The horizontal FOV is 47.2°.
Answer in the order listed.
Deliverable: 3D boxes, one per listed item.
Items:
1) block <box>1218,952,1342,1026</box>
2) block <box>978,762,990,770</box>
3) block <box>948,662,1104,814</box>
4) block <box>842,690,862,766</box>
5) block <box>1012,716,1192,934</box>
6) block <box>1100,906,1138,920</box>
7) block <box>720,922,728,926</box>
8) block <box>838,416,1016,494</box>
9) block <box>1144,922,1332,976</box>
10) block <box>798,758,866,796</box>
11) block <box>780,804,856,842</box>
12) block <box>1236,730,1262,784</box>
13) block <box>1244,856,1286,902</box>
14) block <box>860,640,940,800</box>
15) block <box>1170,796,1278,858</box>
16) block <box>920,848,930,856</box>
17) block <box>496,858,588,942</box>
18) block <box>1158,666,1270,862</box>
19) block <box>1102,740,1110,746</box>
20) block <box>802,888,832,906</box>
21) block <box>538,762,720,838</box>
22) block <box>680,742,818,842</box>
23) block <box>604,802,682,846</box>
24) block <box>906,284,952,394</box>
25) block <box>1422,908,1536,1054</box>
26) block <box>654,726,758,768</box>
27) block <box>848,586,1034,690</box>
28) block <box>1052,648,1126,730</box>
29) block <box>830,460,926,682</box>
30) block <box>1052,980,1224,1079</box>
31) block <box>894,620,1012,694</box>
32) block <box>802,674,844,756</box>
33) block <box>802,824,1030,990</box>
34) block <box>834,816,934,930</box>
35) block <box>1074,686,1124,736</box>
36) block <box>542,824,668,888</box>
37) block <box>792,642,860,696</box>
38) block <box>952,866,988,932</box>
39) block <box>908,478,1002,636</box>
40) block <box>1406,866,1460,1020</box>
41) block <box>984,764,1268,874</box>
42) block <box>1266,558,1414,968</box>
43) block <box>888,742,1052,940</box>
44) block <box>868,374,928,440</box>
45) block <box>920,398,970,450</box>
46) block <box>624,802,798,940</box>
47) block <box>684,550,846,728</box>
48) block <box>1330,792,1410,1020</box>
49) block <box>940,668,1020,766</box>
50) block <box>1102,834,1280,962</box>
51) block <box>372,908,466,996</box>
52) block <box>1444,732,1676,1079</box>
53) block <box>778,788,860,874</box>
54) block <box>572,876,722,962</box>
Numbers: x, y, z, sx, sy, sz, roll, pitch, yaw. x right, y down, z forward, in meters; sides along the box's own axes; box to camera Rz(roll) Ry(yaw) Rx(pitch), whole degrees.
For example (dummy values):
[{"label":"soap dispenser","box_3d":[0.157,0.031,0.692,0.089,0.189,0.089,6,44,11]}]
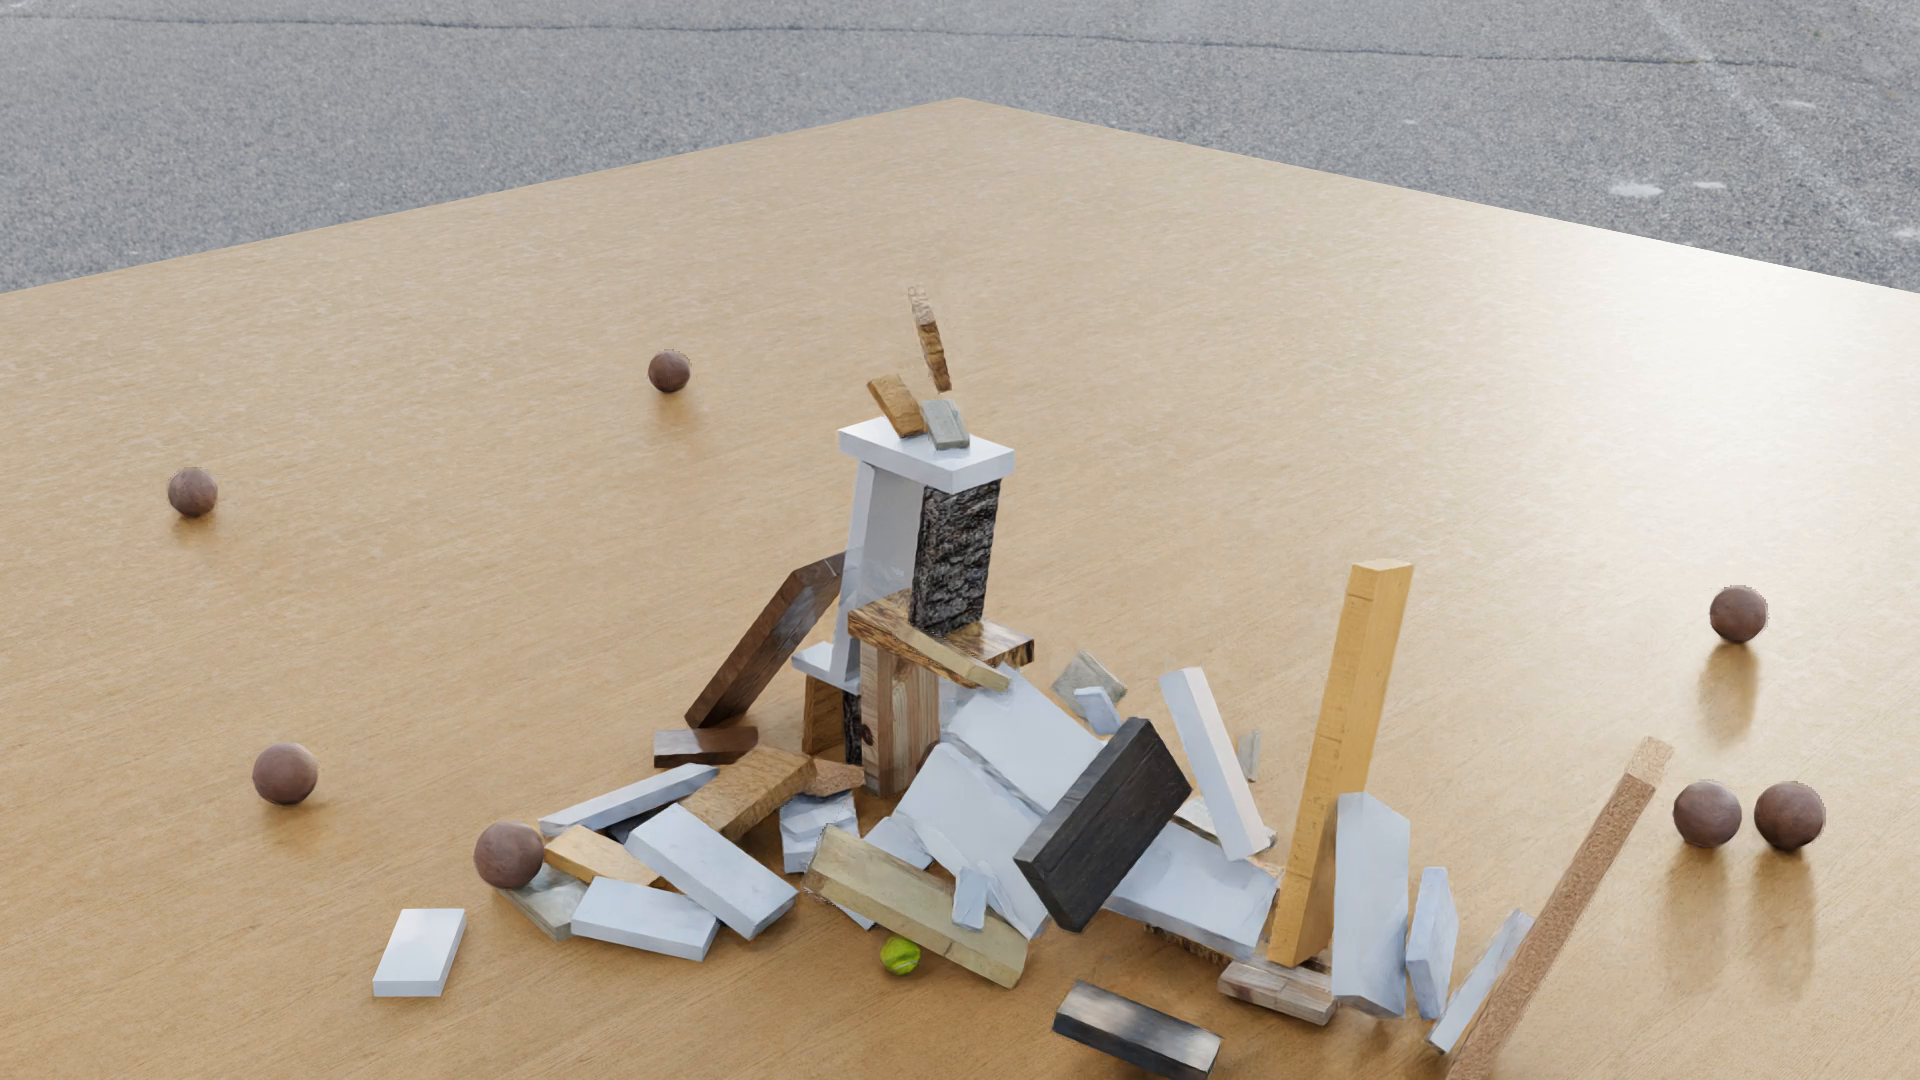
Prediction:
[{"label":"block","box_3d":[0.561,0.777,3.823,0.199,0.028,0.099,13,29,30]},{"label":"block","box_3d":[0.078,0.515,4.352,0.077,0.154,0.022,-20,10,-39]},{"label":"block","box_3d":[0.148,0.386,4.066,0.321,0.161,0.046,39,-3,27]},{"label":"block","box_3d":[-0.198,0.388,4.599,0.027,0.193,0.096,18,29,41]},{"label":"block","box_3d":[0.252,0.493,3.825,0.049,0.175,0.349,3,43,51]},{"label":"block","box_3d":[0.341,0.658,4.083,0.199,0.028,0.099,11,39,39]},{"label":"block","box_3d":[-0.419,0.694,4.102,0.113,0.016,0.056,-7,25,-15]},{"label":"block","box_3d":[-0.066,-0.172,4.244,0.163,0.046,0.327,-20,29,-39]},{"label":"block","box_3d":[0.510,0.741,3.972,0.374,0.028,0.099,20,33,38]},{"label":"block","box_3d":[-0.329,0.478,4.495,0.249,0.035,0.125,4,10,40]},{"label":"block","box_3d":[-0.278,0.552,4.298,0.134,0.019,0.067,-13,23,-32]},{"label":"block","box_3d":[0.596,0.451,4.555,0.016,0.110,0.055,23,-27,-25]},{"label":"block","box_3d":[0.540,0.637,4.193,0.206,0.028,0.100,12,17,32]},{"label":"block","box_3d":[-0.121,0.342,4.506,0.049,0.349,0.175,22,31,40]},{"label":"block","box_3d":[0.522,0.573,4.374,0.100,0.028,0.200,-19,29,-37]},{"label":"block","box_3d":[0.008,0.616,4.221,0.153,0.022,0.077,28,19,29]},{"label":"block","box_3d":[-0.766,0.673,4.133,0.116,0.033,0.231,-17,29,-35]},{"label":"block","box_3d":[0.465,0.407,4.020,0.050,0.353,0.176,-23,-9,15]},{"label":"block","box_3d":[0.354,0.445,4.692,0.113,0.016,0.056,-5,24,-12]},{"label":"block","box_3d":[-0.241,0.657,4.192,0.056,0.016,0.113,17,28,35]},{"label":"block","box_3d":[-0.663,0.525,4.436,0.360,0.033,0.116,-18,11,-37]},{"label":"block","box_3d":[-0.438,0.510,4.332,0.152,0.043,0.303,10,35,41]},{"label":"block","box_3d":[-0.581,0.574,4.368,0.220,0.031,0.110,-14,27,-29]},{"label":"block","box_3d":[-0.063,-0.422,4.625,0.031,0.229,0.110,-19,55,-3]},{"label":"block","box_3d":[0.866,0.738,3.672,0.037,0.261,0.130,34,-8,14]},{"label":"block","box_3d":[-0.540,0.440,4.683,0.220,0.031,0.110,-2,23,-6]},{"label":"block","box_3d":[-0.040,0.191,4.354,0.349,0.049,0.175,21,31,40]},{"label":"block","box_3d":[0.249,0.288,4.267,0.028,0.100,0.200,36,3,-23]},{"label":"block","box_3d":[-0.159,0.045,4.443,0.163,0.505,0.046,-21,43,-41]},{"label":"block","box_3d":[0.295,0.818,3.640,0.261,0.037,0.131,20,19,13]},{"label":"block","box_3d":[-0.014,0.219,4.116,0.110,0.031,0.220,25,2,-45]},{"label":"block","box_3d":[-0.286,0.358,4.668,0.096,0.193,0.027,-21,37,-41]},{"label":"block","box_3d":[-0.073,0.655,3.934,0.415,0.042,0.148,27,26,-3]},{"label":"block","box_3d":[-0.156,0.628,4.162,0.125,0.035,0.249,38,33,9]},{"label":"block","box_3d":[0.254,0.312,4.006,0.055,0.110,0.016,-7,40,31]},{"label":"block","box_3d":[-0.676,0.619,4.203,0.220,0.031,0.110,21,25,20]},{"label":"block","box_3d":[-0.251,0.267,4.599,0.193,0.027,0.096,20,30,38]},{"label":"block","box_3d":[0.018,0.642,3.929,0.055,0.016,0.110,20,51,-16]},{"label":"block","box_3d":[-0.012,0.028,4.252,0.163,0.327,0.046,-21,40,-41]},{"label":"block","box_3d":[0.834,0.708,3.878,0.037,0.131,0.261,-8,26,24]},{"label":"block","box_3d":[0.285,0.553,4.059,0.544,0.046,0.161,26,49,17]},{"label":"block","box_3d":[0.668,0.389,3.865,0.050,0.717,0.176,16,11,29]},{"label":"block","box_3d":[0.052,0.545,4.004,0.349,0.175,0.049,38,16,22]},{"label":"block","box_3d":[-0.118,-0.261,4.275,0.067,0.019,0.134,-18,65,-36]},{"label":"block","box_3d":[-0.029,-0.222,4.229,0.067,0.019,0.134,-6,40,-14]},{"label":"block","box_3d":[-0.461,0.613,4.083,0.297,0.042,0.148,33,27,15]},{"label":"block","box_3d":[-0.401,0.219,4.613,0.152,0.604,0.043,-21,70,-41]},{"label":"block","box_3d":[0.711,0.631,3.798,0.050,0.353,0.176,-11,-29,35]},{"label":"block","box_3d":[0.040,0.405,4.360,0.175,0.349,0.049,-20,30,-39]},{"label":"block","box_3d":[0.394,0.623,3.939,0.321,0.046,0.161,20,47,12]},{"label":"block","box_3d":[-0.973,0.743,3.968,0.116,0.033,0.231,0,23,0]},{"label":"block","box_3d":[0.952,0.607,3.511,0.049,0.647,0.175,30,27,16]},{"label":"block","box_3d":[-0.280,0.565,4.352,0.149,0.042,0.297,-3,20,-7]},{"label":"block","box_3d":[-0.571,0.693,4.028,0.249,0.035,0.125,11,32,9]}]
